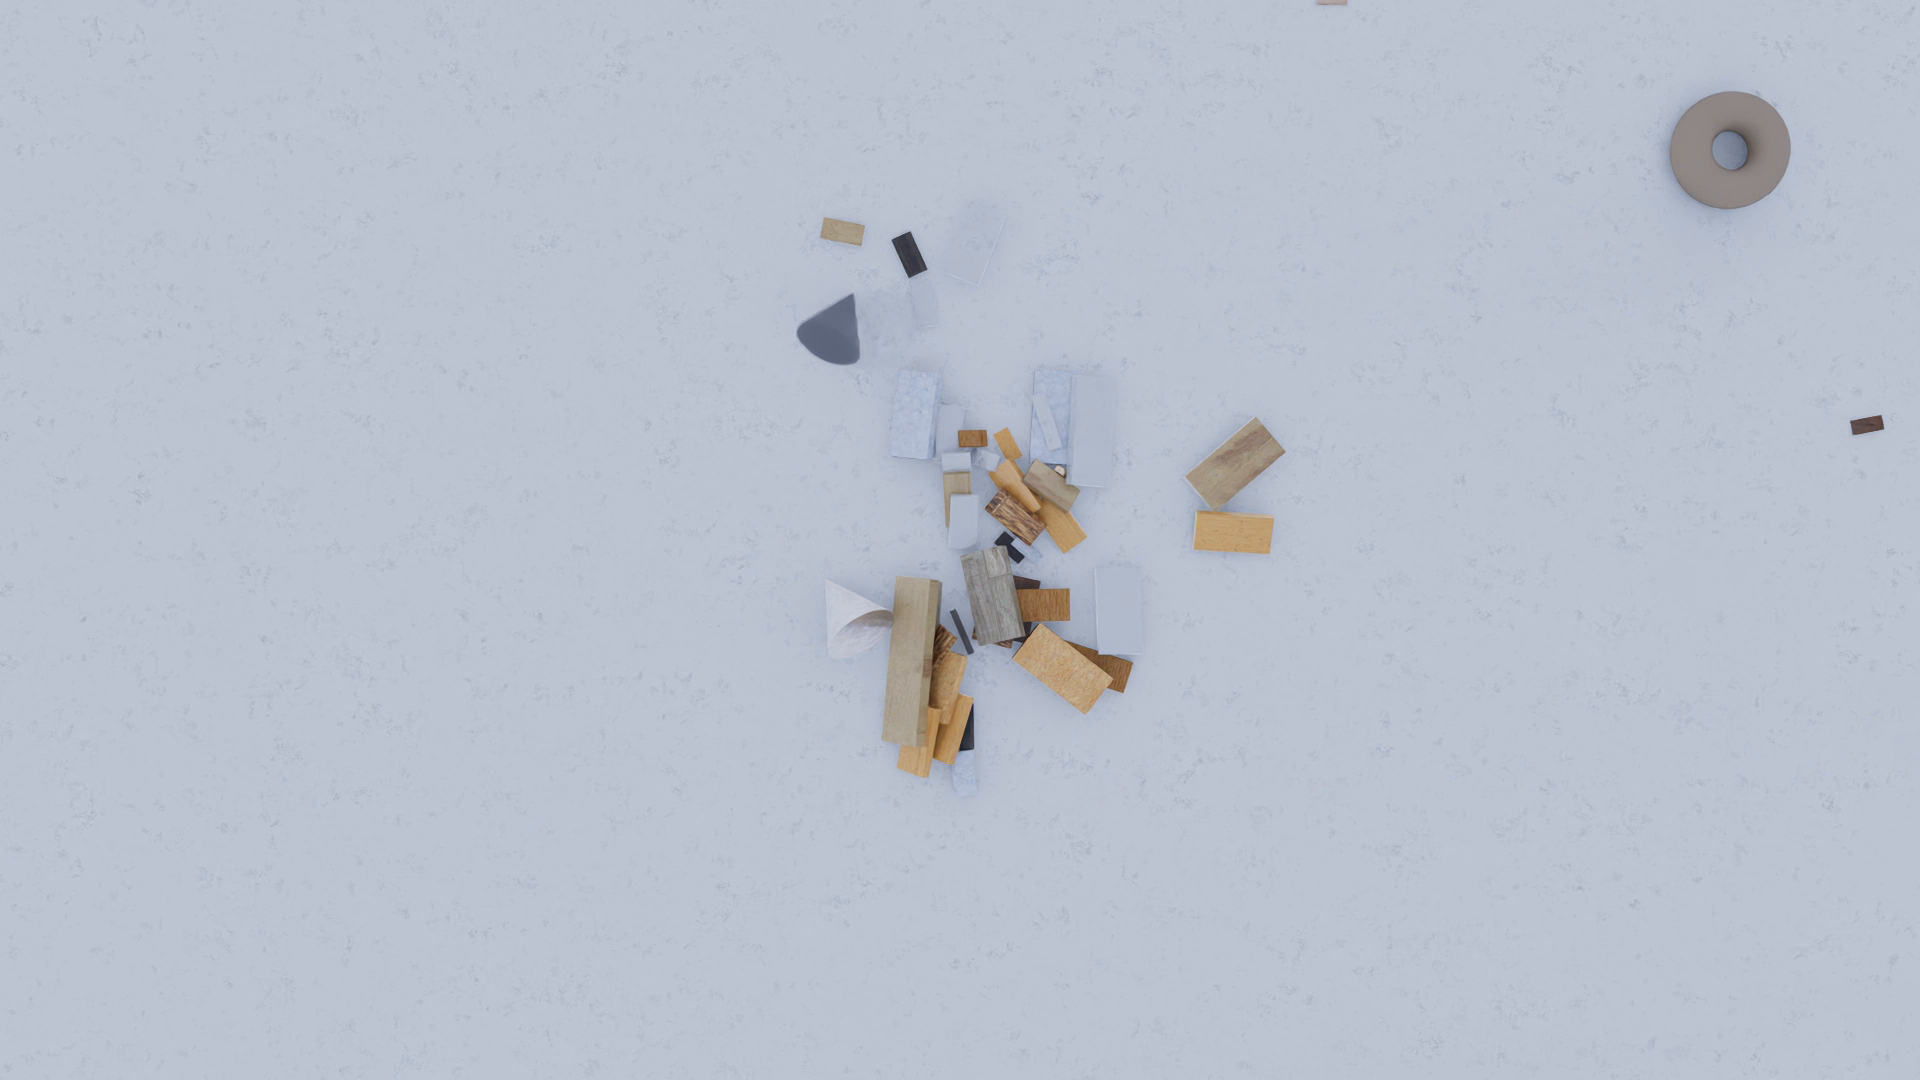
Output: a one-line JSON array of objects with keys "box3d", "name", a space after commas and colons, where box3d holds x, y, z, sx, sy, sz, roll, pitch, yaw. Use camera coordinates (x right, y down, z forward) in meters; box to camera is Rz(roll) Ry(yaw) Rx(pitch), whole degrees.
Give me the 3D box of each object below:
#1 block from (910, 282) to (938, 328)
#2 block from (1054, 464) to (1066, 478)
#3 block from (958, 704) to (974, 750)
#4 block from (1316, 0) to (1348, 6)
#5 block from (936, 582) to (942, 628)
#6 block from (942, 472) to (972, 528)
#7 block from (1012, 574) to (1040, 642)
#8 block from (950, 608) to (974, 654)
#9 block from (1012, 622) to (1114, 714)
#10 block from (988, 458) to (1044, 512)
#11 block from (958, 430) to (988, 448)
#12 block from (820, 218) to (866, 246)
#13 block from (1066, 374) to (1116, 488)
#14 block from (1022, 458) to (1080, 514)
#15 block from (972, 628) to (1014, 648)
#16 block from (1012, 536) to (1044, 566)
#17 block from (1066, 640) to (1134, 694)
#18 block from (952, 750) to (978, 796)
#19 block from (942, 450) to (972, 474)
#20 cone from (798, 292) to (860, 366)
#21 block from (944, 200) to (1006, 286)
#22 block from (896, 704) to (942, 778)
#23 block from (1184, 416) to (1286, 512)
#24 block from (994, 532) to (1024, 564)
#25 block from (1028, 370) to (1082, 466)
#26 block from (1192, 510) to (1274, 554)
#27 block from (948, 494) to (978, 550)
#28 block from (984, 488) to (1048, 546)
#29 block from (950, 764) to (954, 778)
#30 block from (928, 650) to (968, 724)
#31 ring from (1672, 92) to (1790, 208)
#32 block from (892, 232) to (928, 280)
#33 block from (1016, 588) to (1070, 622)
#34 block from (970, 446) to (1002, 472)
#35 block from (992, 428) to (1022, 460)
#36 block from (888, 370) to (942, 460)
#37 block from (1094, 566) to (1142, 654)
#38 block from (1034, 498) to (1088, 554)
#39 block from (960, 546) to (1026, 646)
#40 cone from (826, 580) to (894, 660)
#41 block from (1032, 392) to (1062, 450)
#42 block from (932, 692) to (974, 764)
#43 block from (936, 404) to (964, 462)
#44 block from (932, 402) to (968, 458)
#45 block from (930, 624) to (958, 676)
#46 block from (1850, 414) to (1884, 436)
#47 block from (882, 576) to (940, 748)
[{"box3d": [-0.119, -0.781, 5.490, 0.070, 0.020, 0.140, -10, 90, 0], "name": "block"}, {"box3d": [0.318, -0.199, 5.479, 0.047, 0.013, 0.095, 29, 101, -12], "name": "block"}, {"box3d": [0.009, 0.620, 5.473, 0.074, 0.021, 0.148, -1, 77, 0], "name": "block"}, {"box3d": [1.240, -1.809, 5.493, 0.100, 0.014, 0.050, 2, 90, 0], "name": "block"}, {"box3d": [-0.102, 0.215, 5.489, 0.079, 0.022, 0.157, 4, 90, 0], "name": "block"}, {"box3d": [-0.006, -0.133, 5.452, 0.092, 0.026, 0.185, -3, 111, 0], "name": "block"}, {"box3d": [0.194, 0.229, 5.485, 0.107, 0.030, 0.213, 12, 90, 1], "name": "block"}, {"box3d": [0.007, 0.302, 5.461, 0.022, 0.079, 0.158, -23, 90, 0], "name": "block"}, {"box3d": [0.339, 0.424, 5.448, 0.305, 0.043, 0.153, 37, 91, 0], "name": "block"}, {"box3d": [0.186, -0.168, 5.460, 0.097, 0.027, 0.194, -35, 89, 35], "name": "block"}, {"box3d": [0.043, -0.336, 5.461, 0.109, 0.015, 0.054, -4, 90, -37], "name": "block"}, {"box3d": [-0.390, -1.025, 5.490, 0.140, 0.020, 0.070, 11, 90, 0], "name": "block"}, {"box3d": [0.434, -0.359, 5.453, 0.143, 0.041, 0.360, 3, 90, -23], "name": "block"}, {"box3d": [0.300, -0.177, 5.437, 0.185, 0.026, 0.092, 35, 65, -9], "name": "block"}, {"box3d": [0.110, 0.317, 5.465, 0.139, 0.015, 0.054, 13, 94, 22], "name": "block"}, {"box3d": [0.223, 0.032, 5.474, 0.108, 0.054, 0.015, 41, 126, 0], "name": "block"}, {"box3d": [0.417, 0.412, 5.485, 0.298, 0.030, 0.107, 18, 90, 0], "name": "block"}, {"box3d": [0.013, 0.773, 5.468, 0.074, 0.021, 0.149, -7, 90, 0], "name": "block"}, {"box3d": [-0.008, -0.201, 5.455, 0.093, 0.026, 0.186, -4, 110, 0], "name": "block"}, {"box3d": [-0.391, -0.735, 5.450, 0.222, 0.222, 0.222, 23, 63, 0], "name": "cone"}, {"box3d": [0.048, -0.986, 5.482, 0.126, 0.036, 0.253, 21, 90, 0], "name": "block"}, {"box3d": [-0.136, 0.655, 5.442, 0.116, 0.033, 0.231, 14, 96, 39], "name": "block"}, {"box3d": [0.912, -0.251, 5.478, 0.308, 0.044, 0.154, -40, 90, 0], "name": "block"}, {"box3d": [0.171, 0.025, 5.492, 0.108, 0.015, 0.054, 41, 90, 0], "name": "block"}, {"box3d": [0.316, -0.407, 5.478, 0.154, 0.044, 0.308, 3, 90, 0], "name": "block"}, {"box3d": [0.904, -0.026, 5.461, 0.253, 0.036, 0.126, 3, 111, 0], "name": "block"}, {"box3d": [0.012, -0.061, 5.453, 0.092, 0.026, 0.185, 2, 111, -2], "name": "block"}, {"box3d": [0.184, -0.076, 5.459, 0.196, 0.027, 0.097, 40, 126, 1], "name": "block"}, {"box3d": [0.005, 0.716, 5.489, 0.074, 0.021, 0.149, -2, 90, 0], "name": "block"}, {"box3d": [-0.057, 0.481, 5.450, 0.116, 0.033, 0.231, 16, 90, 39], "name": "block"}, {"box3d": [2.539, -1.285, 5.437, 0.386, 0.129, 0.386, 0, 91, 1], "name": "ring"}, {"box3d": [-0.168, -0.948, 5.490, 0.070, 0.020, 0.140, -25, 90, 0], "name": "block"}, {"box3d": [0.256, 0.216, 5.454, 0.213, 0.030, 0.107, -1, 90, 1], "name": "block"}, {"box3d": [0.081, -0.267, 5.467, 0.109, 0.015, 0.054, 22, 90, 29], "name": "block"}, {"box3d": [0.159, -0.315, 5.492, 0.054, 0.015, 0.109, -28, 90, 0], "name": "block"}, {"box3d": [-0.147, -0.413, 5.451, 0.143, 0.041, 0.286, 7, 90, 25], "name": "block"}, {"box3d": [0.525, 0.235, 5.464, 0.143, 0.041, 0.286, -1, 85, -2], "name": "block"}, {"box3d": [0.328, -0.061, 5.476, 0.097, 0.027, 0.194, -36, 90, 13], "name": "block"}, {"box3d": [0.108, 0.184, 5.435, 0.153, 0.043, 0.305, -14, 84, 23], "name": "block"}, {"box3d": [-0.385, 0.219, 5.445, 0.247, 0.247, 0.247, -35, 63, 0], "name": "cone"}, {"box3d": [0.286, -0.392, 5.450, 0.047, 0.013, 0.191, -18, 90, 0], "name": "block"}, {"box3d": [-0.040, 0.614, 5.452, 0.116, 0.033, 0.231, 17, 90, 37], "name": "block"}, {"box3d": [-0.036, -0.353, 5.460, 0.093, 0.026, 0.186, -4, 90, 0], "name": "block"}, {"box3d": [-0.045, -0.357, 5.487, 0.093, 0.026, 0.186, 18, 90, 0], "name": "block"}, {"box3d": [-0.082, 0.364, 5.458, 0.079, 0.022, 0.158, 41, 99, 36], "name": "block"}, {"box3d": [3.022, -0.383, 5.493, 0.100, 0.014, 0.050, -11, 90, 0], "name": "block"}, {"box3d": [-0.164, 0.397, 5.435, 0.153, 0.043, 0.549, 5, 90, 40], "name": "block"}]
